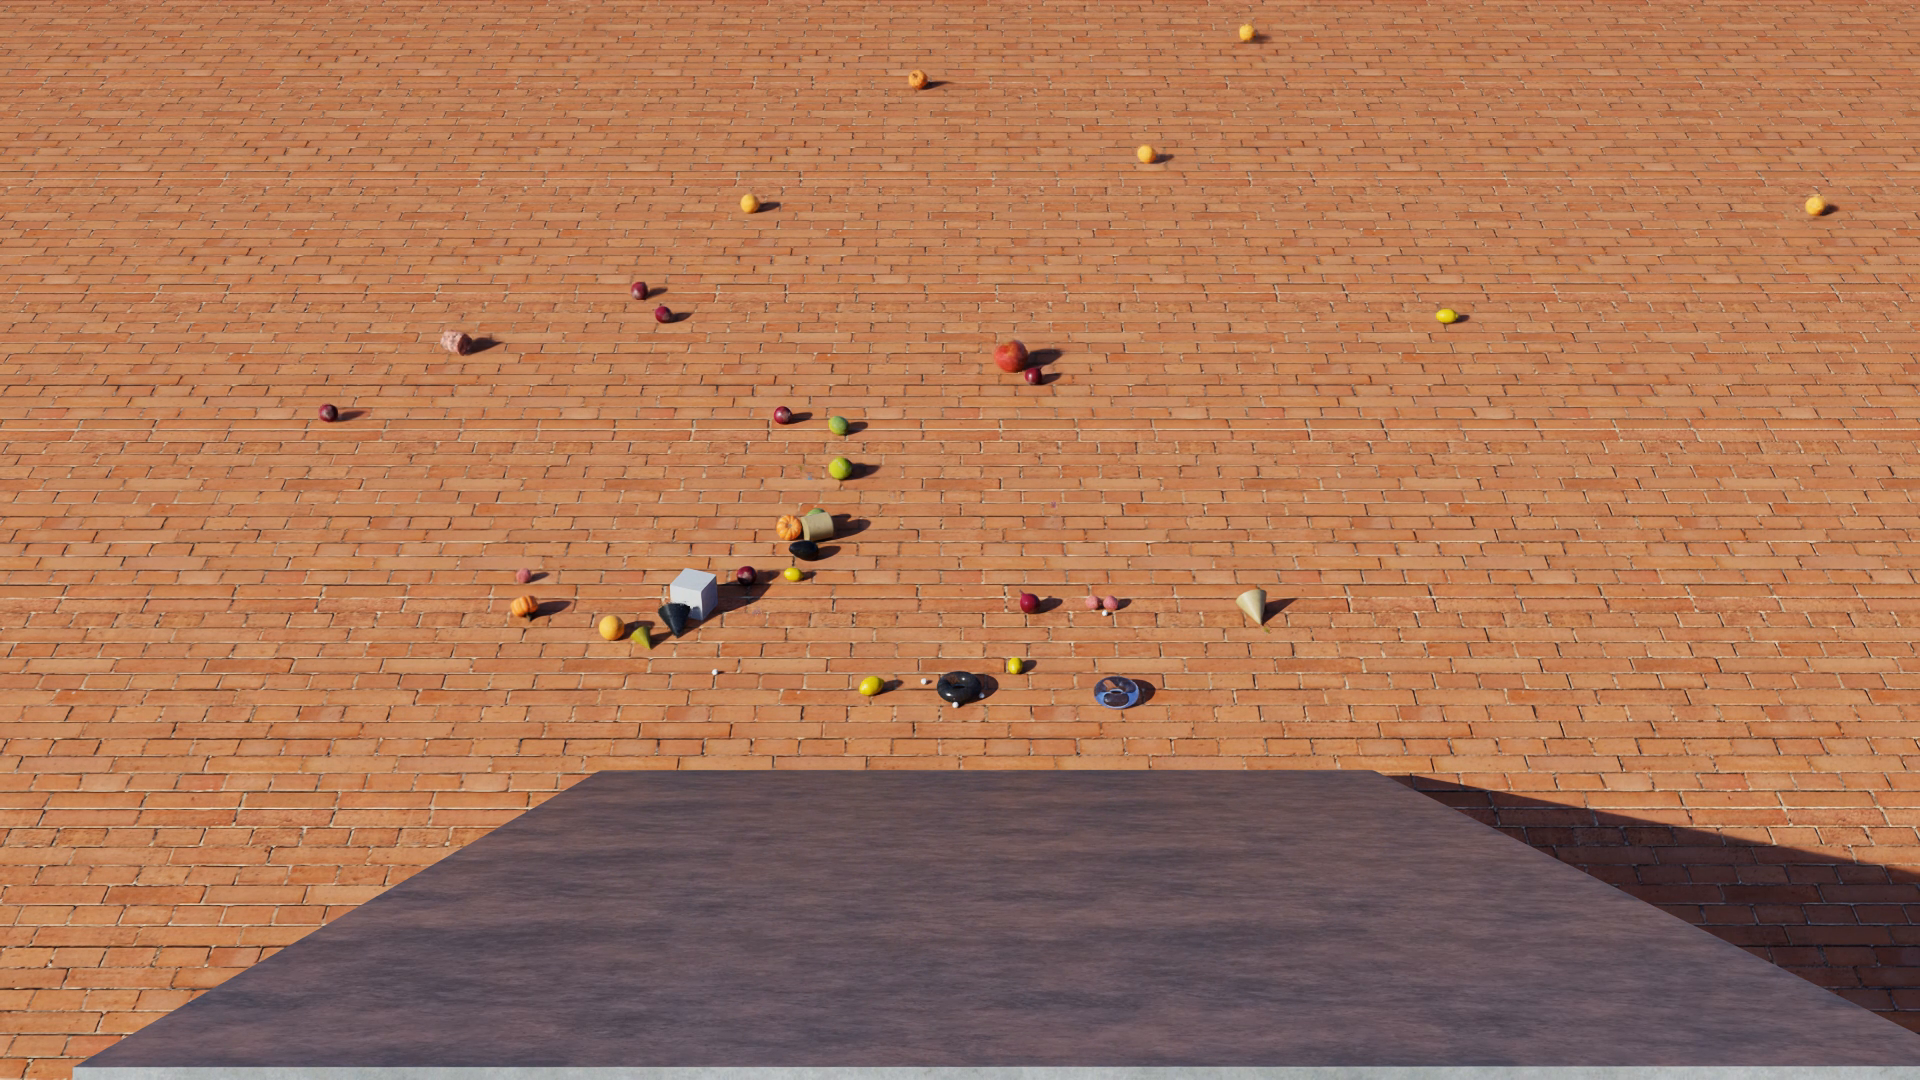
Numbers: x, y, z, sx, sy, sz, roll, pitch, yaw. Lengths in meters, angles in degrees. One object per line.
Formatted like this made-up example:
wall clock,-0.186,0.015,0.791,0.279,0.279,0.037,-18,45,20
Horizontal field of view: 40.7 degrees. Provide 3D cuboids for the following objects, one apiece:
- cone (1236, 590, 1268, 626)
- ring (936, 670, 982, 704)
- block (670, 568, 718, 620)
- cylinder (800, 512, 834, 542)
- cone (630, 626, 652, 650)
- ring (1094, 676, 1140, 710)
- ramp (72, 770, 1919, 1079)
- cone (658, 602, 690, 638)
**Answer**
cone,0.853,0.207,7.458,0.096,0.096,0.096,-8,59,-13
ring,-0.002,0.405,7.140,0.125,0.042,0.125,-1,33,0
block,-0.768,0.157,7.486,0.099,0.099,0.099,12,34,18
cylinder,-0.431,-0.039,7.821,0.080,0.080,0.080,-13,34,-19
cone,-0.891,0.288,7.341,0.064,0.064,0.064,-23,69,-32
ring,0.429,0.419,7.118,0.126,0.042,0.126,-1,32,1
ramp,0.071,0.623,4.710,2.000,0.100,4.000,0,-1,0
cone,-0.812,0.243,7.401,0.093,0.093,0.093,-6,59,-9
